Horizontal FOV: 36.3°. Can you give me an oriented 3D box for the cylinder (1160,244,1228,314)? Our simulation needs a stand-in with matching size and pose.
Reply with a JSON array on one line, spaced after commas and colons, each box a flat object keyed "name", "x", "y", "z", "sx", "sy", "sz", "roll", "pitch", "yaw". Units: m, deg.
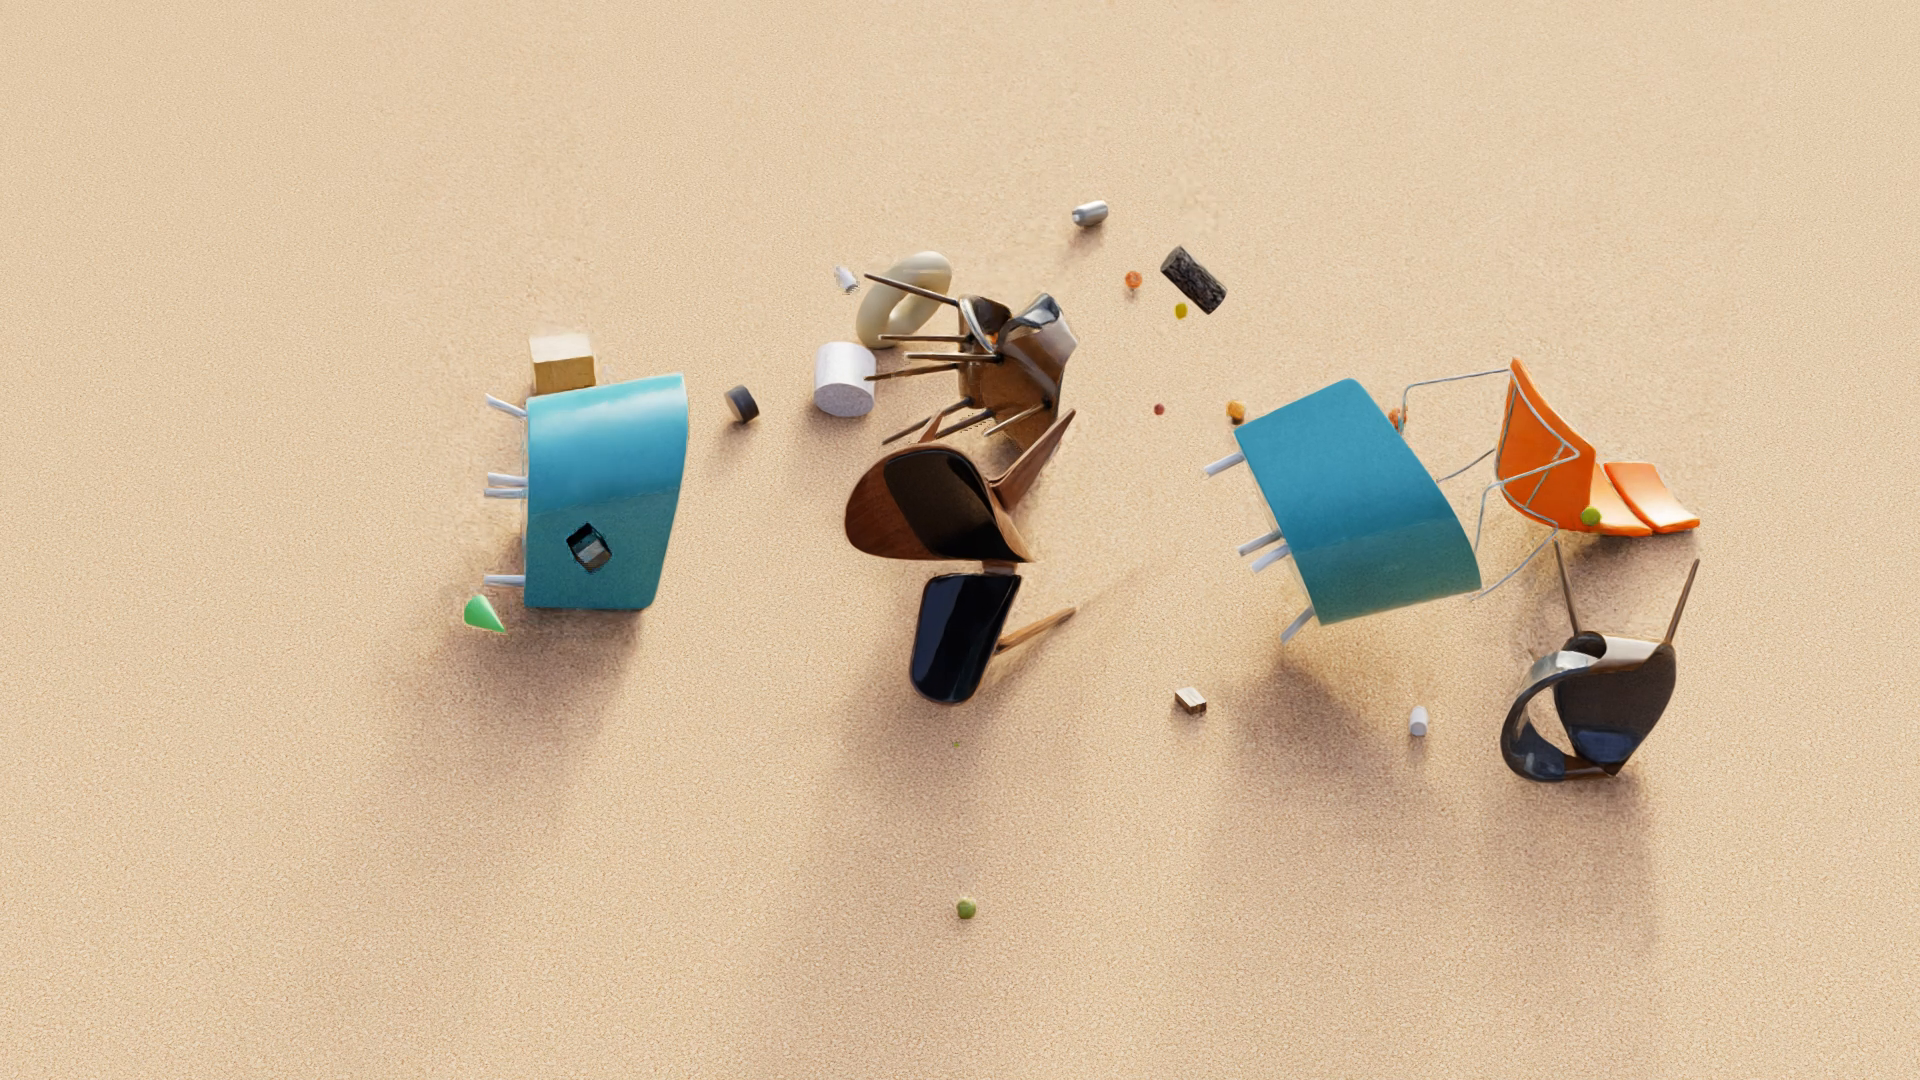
[{"name": "cylinder", "x": 0.930, "y": -1.034, "z": 11.643, "sx": 0.111, "sy": 0.261, "sz": 0.144, "roll": -23, "pitch": 31, "yaw": 56}]

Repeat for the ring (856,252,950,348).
[{"name": "ring", "x": -0.234, "y": -0.990, "z": 12.087, "sx": 0.284, "sy": 0.497, "sz": 0.158, "roll": 32, "pitch": 19, "yaw": -45}]

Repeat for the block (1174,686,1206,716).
[{"name": "block", "x": 0.792, "y": 0.552, "z": 10.072, "sx": 0.066, "sy": 0.038, "sz": 0.102, "roll": -16, "pitch": 37, "yaw": -23}]

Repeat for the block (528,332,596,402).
[{"name": "block", "x": -1.605, "y": -0.699, "z": 11.835, "sx": 0.236, "sy": 0.185, "sz": 0.204, "roll": -8, "pitch": 34, "yaw": -11}]

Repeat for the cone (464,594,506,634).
[{"name": "cone", "x": -1.572, "y": 0.274, "z": 9.836, "sx": 0.181, "sy": 0.112, "sz": 0.098, "roll": 32, "pitch": 17, "yaw": 37}]

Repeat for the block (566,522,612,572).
[{"name": "block", "x": -1.291, "y": 0.027, "z": 10.208, "sx": 0.101, "sy": 0.097, "sz": 0.110, "roll": -37, "pitch": 41, "yaw": 3}]

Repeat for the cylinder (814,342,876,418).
[{"name": "cylinder", "x": -0.462, "y": -0.646, "z": 11.782, "sx": 0.246, "sy": 0.154, "sz": 0.331, "roll": 9, "pitch": 33, "yaw": -6}]

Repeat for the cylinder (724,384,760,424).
[{"name": "cylinder", "x": -0.866, "y": -0.539, "z": 11.630, "sx": 0.075, "sy": 0.126, "sz": 0.149, "roll": -31, "pitch": 70, "yaw": -15}]
